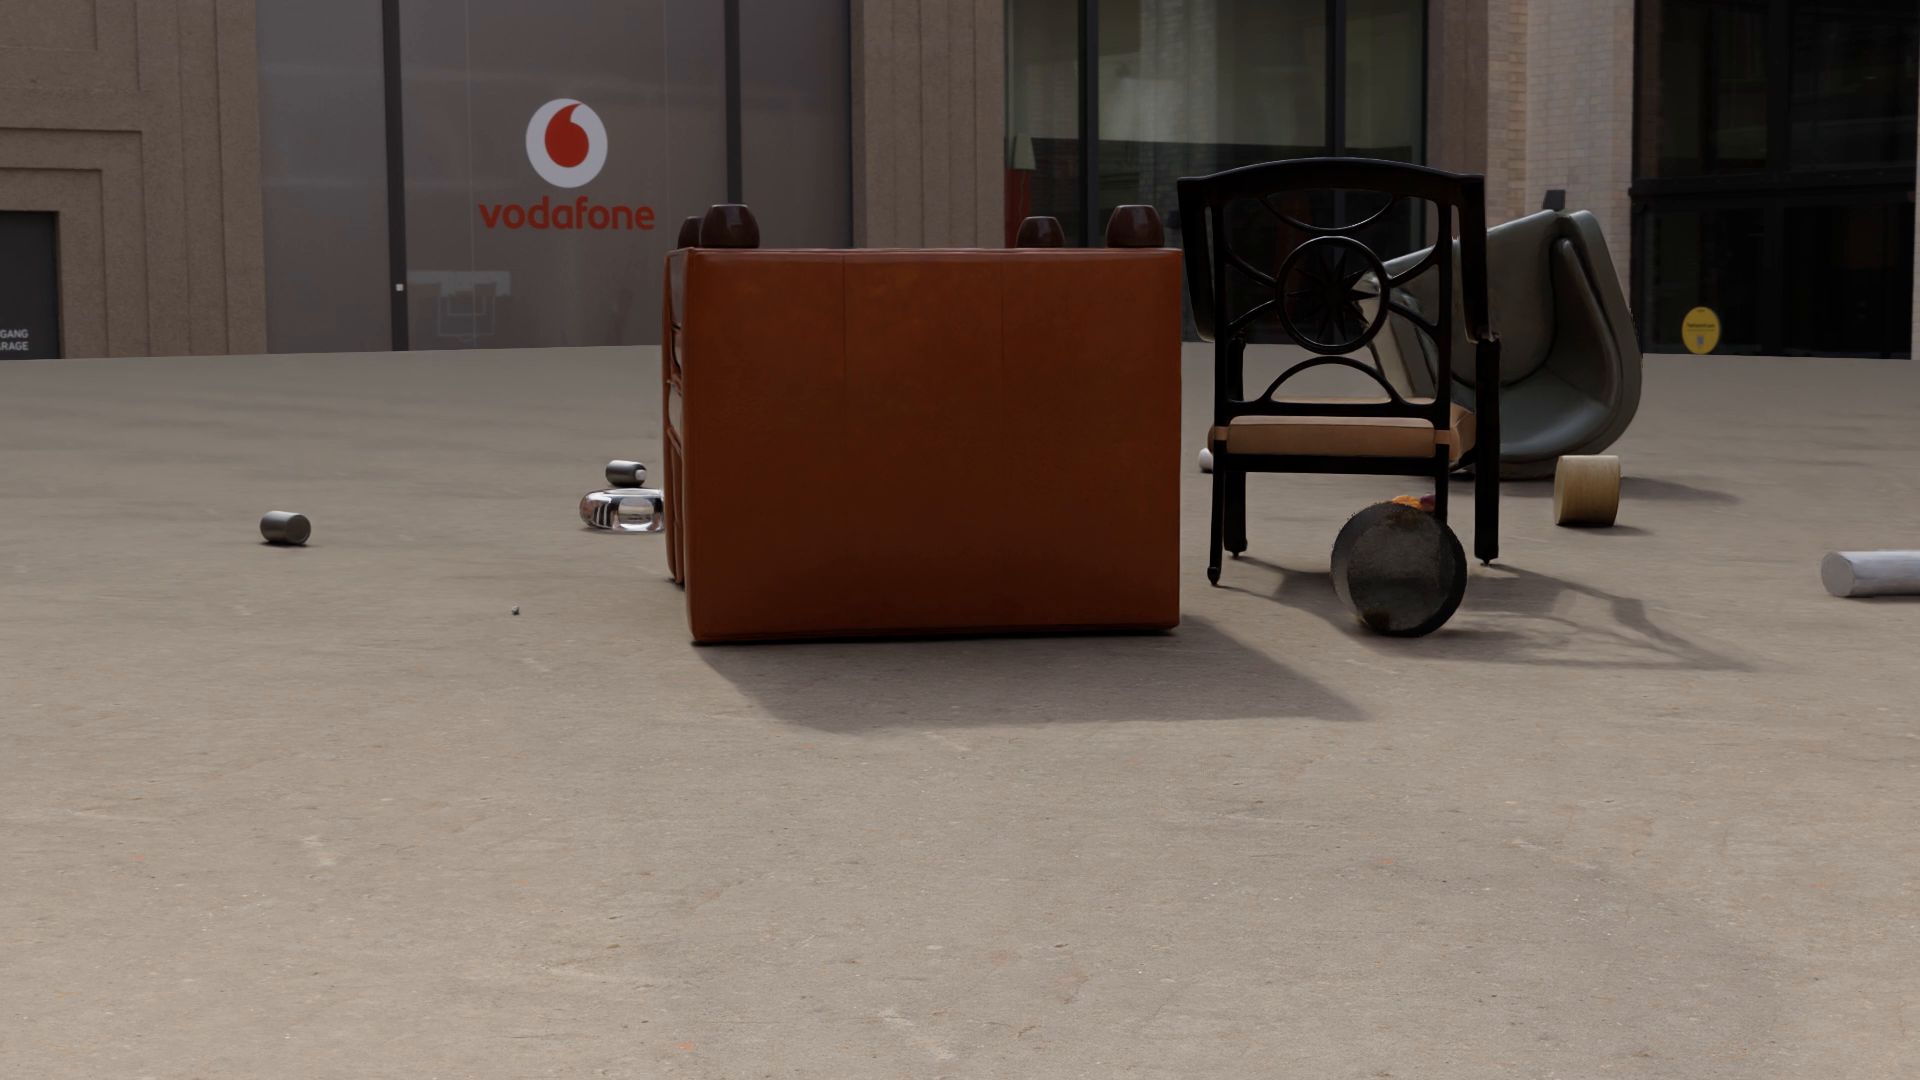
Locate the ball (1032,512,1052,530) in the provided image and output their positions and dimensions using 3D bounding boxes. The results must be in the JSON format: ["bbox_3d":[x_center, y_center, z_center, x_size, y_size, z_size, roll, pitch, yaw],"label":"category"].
[{"bbox_3d":[0.213,-0.049,6.640,0.050,0.050,0.050,0,6,0],"label":"ball"}]

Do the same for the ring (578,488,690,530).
[{"bbox_3d":[-0.854,-0.081,6.738,0.297,0.096,0.253,-2,7,-26],"label":"ring"}]

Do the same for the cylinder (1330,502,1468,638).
[{"bbox_3d":[0.810,0.054,4.742,0.220,0.235,0.160,-2,6,-2],"label":"cylinder"}]

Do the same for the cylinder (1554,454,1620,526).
[{"bbox_3d":[1.651,-0.132,6.763,0.144,0.205,0.143,0,38,4],"label":"cylinder"}]

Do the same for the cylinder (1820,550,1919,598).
[{"bbox_3d":[1.895,0.069,5.294,0.192,0.091,0.123,-1,16,-14],"label":"cylinder"}]
